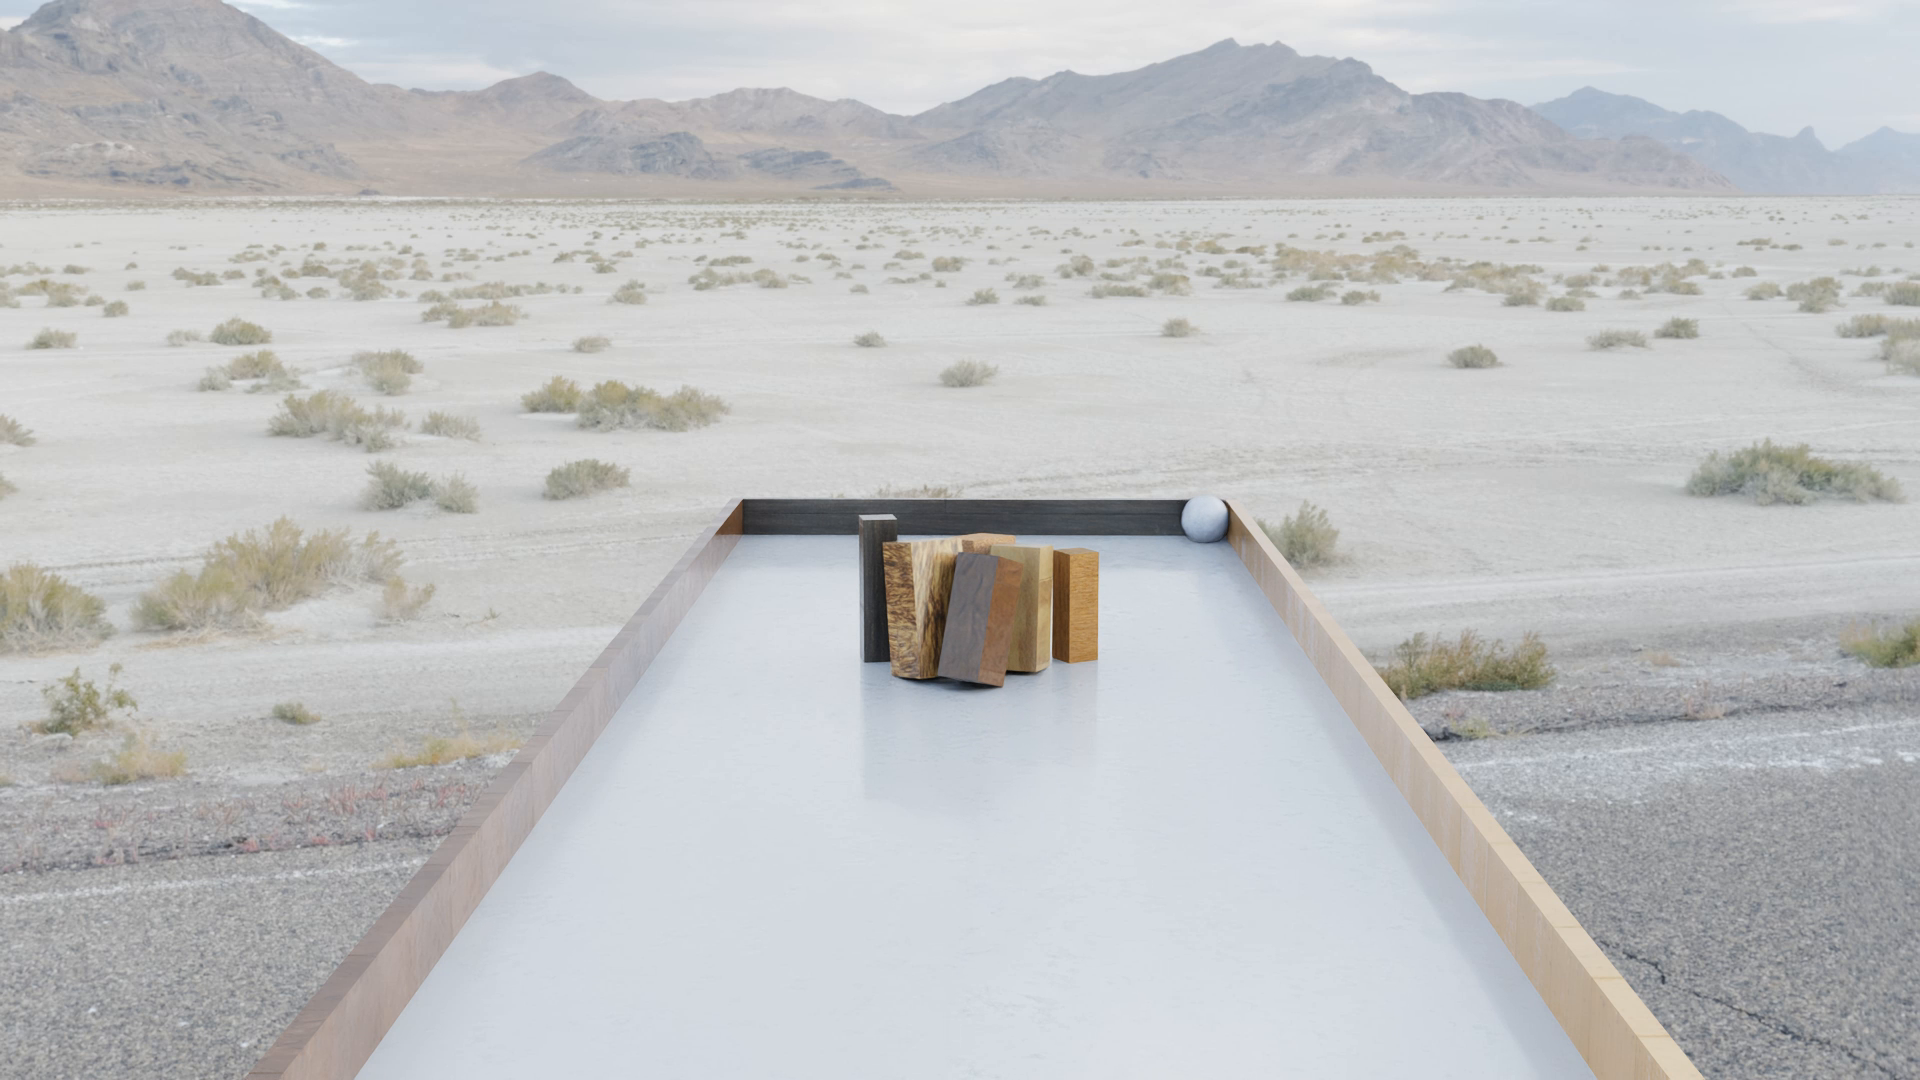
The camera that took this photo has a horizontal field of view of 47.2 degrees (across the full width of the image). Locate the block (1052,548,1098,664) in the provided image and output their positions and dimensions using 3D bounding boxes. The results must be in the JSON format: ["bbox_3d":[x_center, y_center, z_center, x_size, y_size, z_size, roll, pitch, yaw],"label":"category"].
[{"bbox_3d":[0.351,0.198,6.695,0.102,0.333,0.102,-5,10,-28],"label":"block"}]

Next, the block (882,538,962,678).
[{"bbox_3d":[-0.099,0.197,6.447,0.169,0.395,0.169,-5,3,-31],"label":"block"}]

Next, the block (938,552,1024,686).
[{"bbox_3d":[0.060,0.228,6.335,0.139,0.361,0.139,6,-7,33],"label":"block"}]

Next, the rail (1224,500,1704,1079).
[{"bbox_3d":[1.046,0.843,3.208,0.050,0.150,12.000,0,9,1],"label":"rail"}]

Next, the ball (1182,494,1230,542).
[{"bbox_3d":[0.998,-0.088,8.941,0.194,0.194,0.194,0,9,0],"label":"ball"}]

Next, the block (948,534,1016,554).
[{"bbox_3d":[0.062,0.173,6.705,0.162,0.368,0.162,-7,7,-37],"label":"block"}]

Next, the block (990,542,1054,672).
[{"bbox_3d":[0.178,0.198,6.548,0.154,0.366,0.154,3,4,17],"label":"block"}]

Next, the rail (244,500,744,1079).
[{"bbox_3d":[-1.004,0.839,3.234,0.050,0.150,12.000,0,9,1],"label":"rail"}]

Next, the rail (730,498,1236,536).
[{"bbox_3d":[0.099,-0.098,9.147,2.100,0.150,0.050,0,9,1],"label":"rail"}]

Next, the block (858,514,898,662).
[{"bbox_3d":[-0.248,0.147,6.687,0.103,0.437,0.103,-2,9,-10],"label":"block"}]
